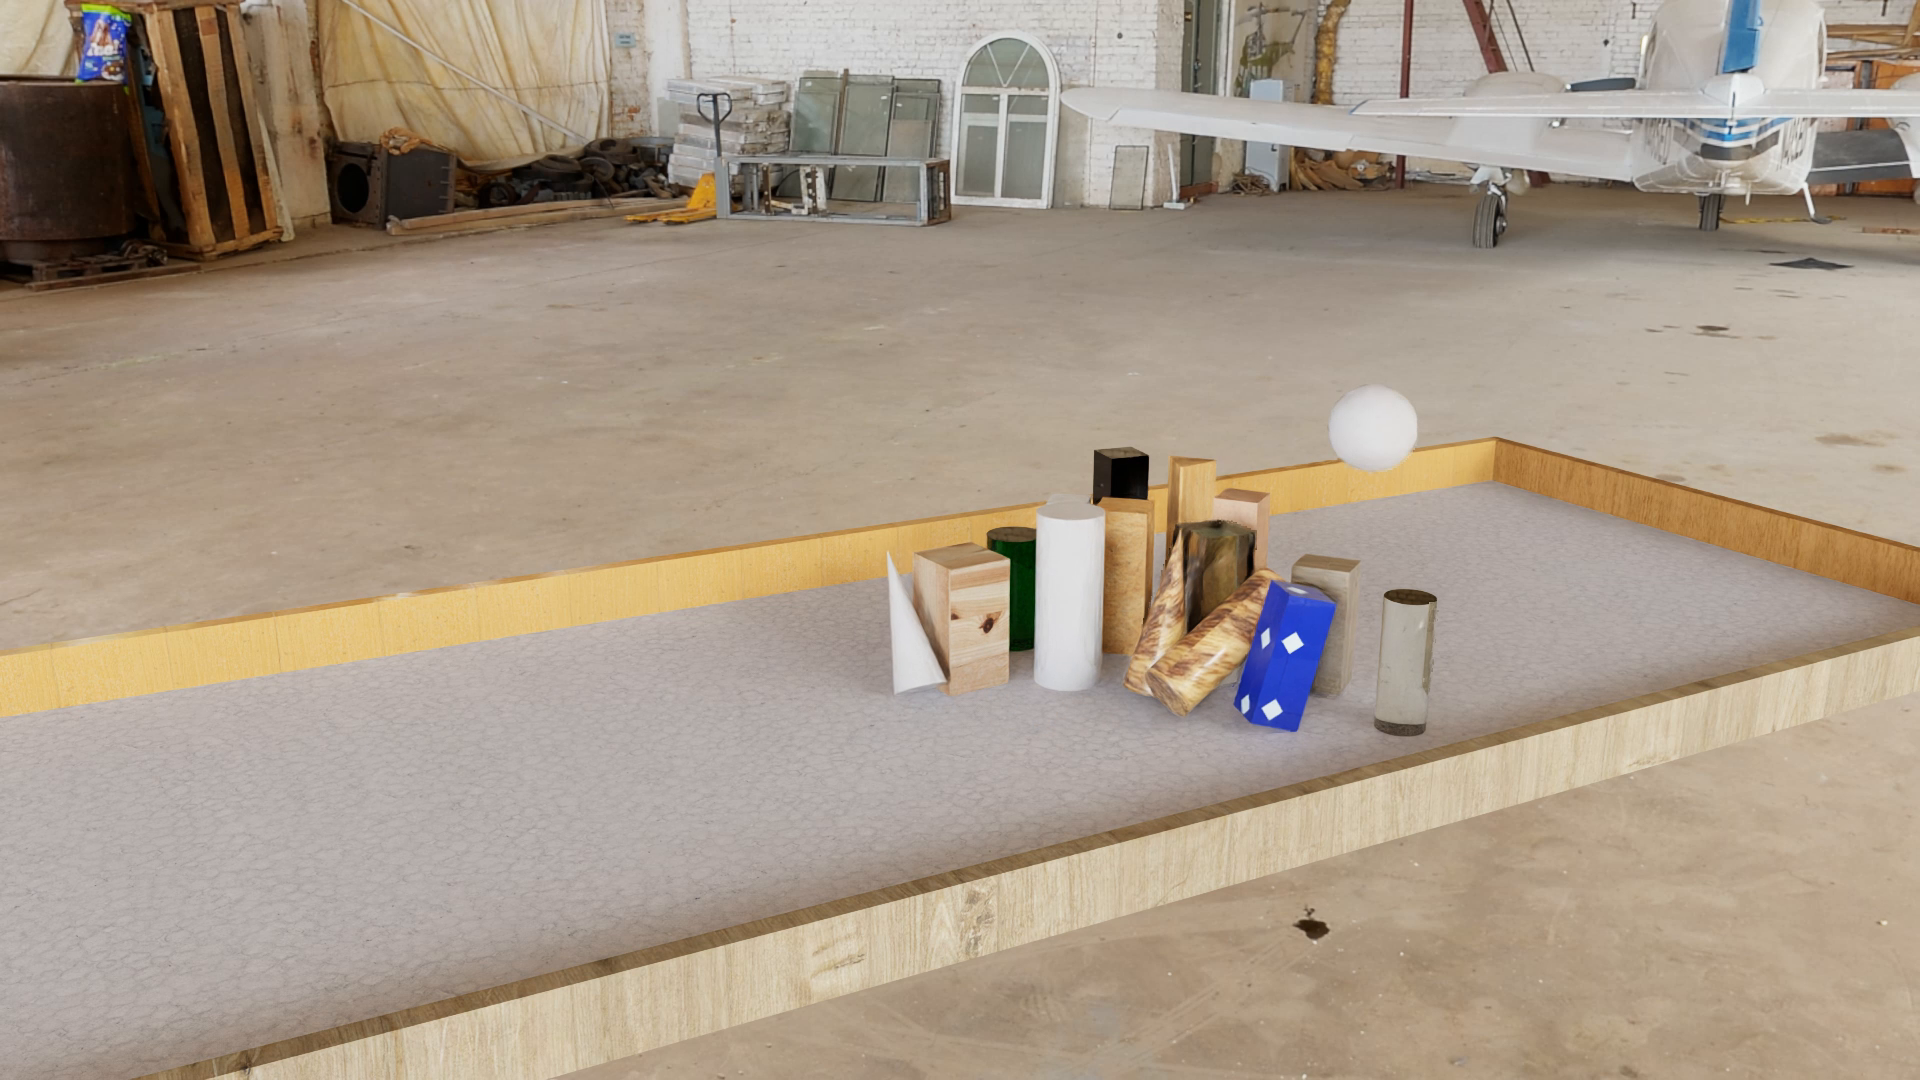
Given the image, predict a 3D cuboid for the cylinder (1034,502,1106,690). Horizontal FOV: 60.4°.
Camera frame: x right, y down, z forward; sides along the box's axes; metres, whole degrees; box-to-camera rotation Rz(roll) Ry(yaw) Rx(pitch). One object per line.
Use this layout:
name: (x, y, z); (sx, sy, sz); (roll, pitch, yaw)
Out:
cylinder: (0.272, 0.139, 4.103); (0.170, 0.437, 0.170); (0, 16, 0)

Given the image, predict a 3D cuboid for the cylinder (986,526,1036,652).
cylinder: (0.144, 0.129, 4.384); (0.149, 0.301, 0.149); (0, 16, 0)

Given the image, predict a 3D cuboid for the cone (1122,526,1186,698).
cone: (0.509, 0.166, 4.024); (0.165, 0.411, 0.165); (7, 11, -1)

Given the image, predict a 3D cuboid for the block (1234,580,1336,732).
block: (0.755, 0.269, 3.843); (0.118, 0.318, 0.118); (11, 14, -14)

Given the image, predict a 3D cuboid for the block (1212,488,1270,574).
block: (0.732, 0.084, 4.334); (0.117, 0.415, 0.117); (8, 18, 25)

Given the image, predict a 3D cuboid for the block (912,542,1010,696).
block: (0.003, 0.194, 4.116); (0.173, 0.325, 0.173); (-10, 19, -31)

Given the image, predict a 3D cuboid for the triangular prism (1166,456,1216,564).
triangular prism: (0.615, -0.005, 4.580); (0.130, 0.447, 0.113); (-12, 20, -35)

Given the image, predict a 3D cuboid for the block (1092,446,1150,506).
block: (0.467, -0.058, 4.828); (0.119, 0.407, 0.119); (-6, 17, -19)

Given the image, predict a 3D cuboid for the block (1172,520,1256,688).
block: (0.617, 0.161, 4.100); (0.141, 0.392, 0.141); (-5, 17, -26)

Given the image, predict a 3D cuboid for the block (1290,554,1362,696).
block: (0.897, 0.208, 4.084); (0.140, 0.309, 0.140); (7, 14, 24)

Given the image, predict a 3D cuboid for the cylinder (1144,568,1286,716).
cylinder: (0.630, 0.243, 3.956); (0.391, 0.139, 0.139); (-40, 31, -15)

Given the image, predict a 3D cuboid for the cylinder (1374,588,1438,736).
cylinder: (1.031, 0.284, 3.821); (0.118, 0.320, 0.118); (0, 16, 0)

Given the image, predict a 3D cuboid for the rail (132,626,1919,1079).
rail: (-2.336, 1.006, 1.665); (12.000, 0.150, 0.050); (-9, 18, -27)

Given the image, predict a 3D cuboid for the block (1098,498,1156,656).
block: (0.429, 0.095, 4.344); (0.139, 0.387, 0.139); (4, 17, 14)

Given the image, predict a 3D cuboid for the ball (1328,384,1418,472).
ball: (0.885, -0.241, 3.536); (0.188, 0.188, 0.188); (0, 16, 0)

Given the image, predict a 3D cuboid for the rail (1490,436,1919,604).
rail: (2.466, -0.048, 5.253); (0.050, 0.150, 2.100); (-9, 18, -27)

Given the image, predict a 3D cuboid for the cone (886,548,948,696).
cone: (-0.138, 0.191, 4.040); (0.133, 0.355, 0.133); (-14, -9, -2)

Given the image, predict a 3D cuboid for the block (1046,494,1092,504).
block: (0.300, 0.049, 4.595); (0.110, 0.335, 0.110); (4, 17, 12)

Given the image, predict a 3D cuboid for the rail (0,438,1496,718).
rail: (-3.305, 0.497, 3.399); (12.000, 0.150, 0.050); (-9, 18, -27)
